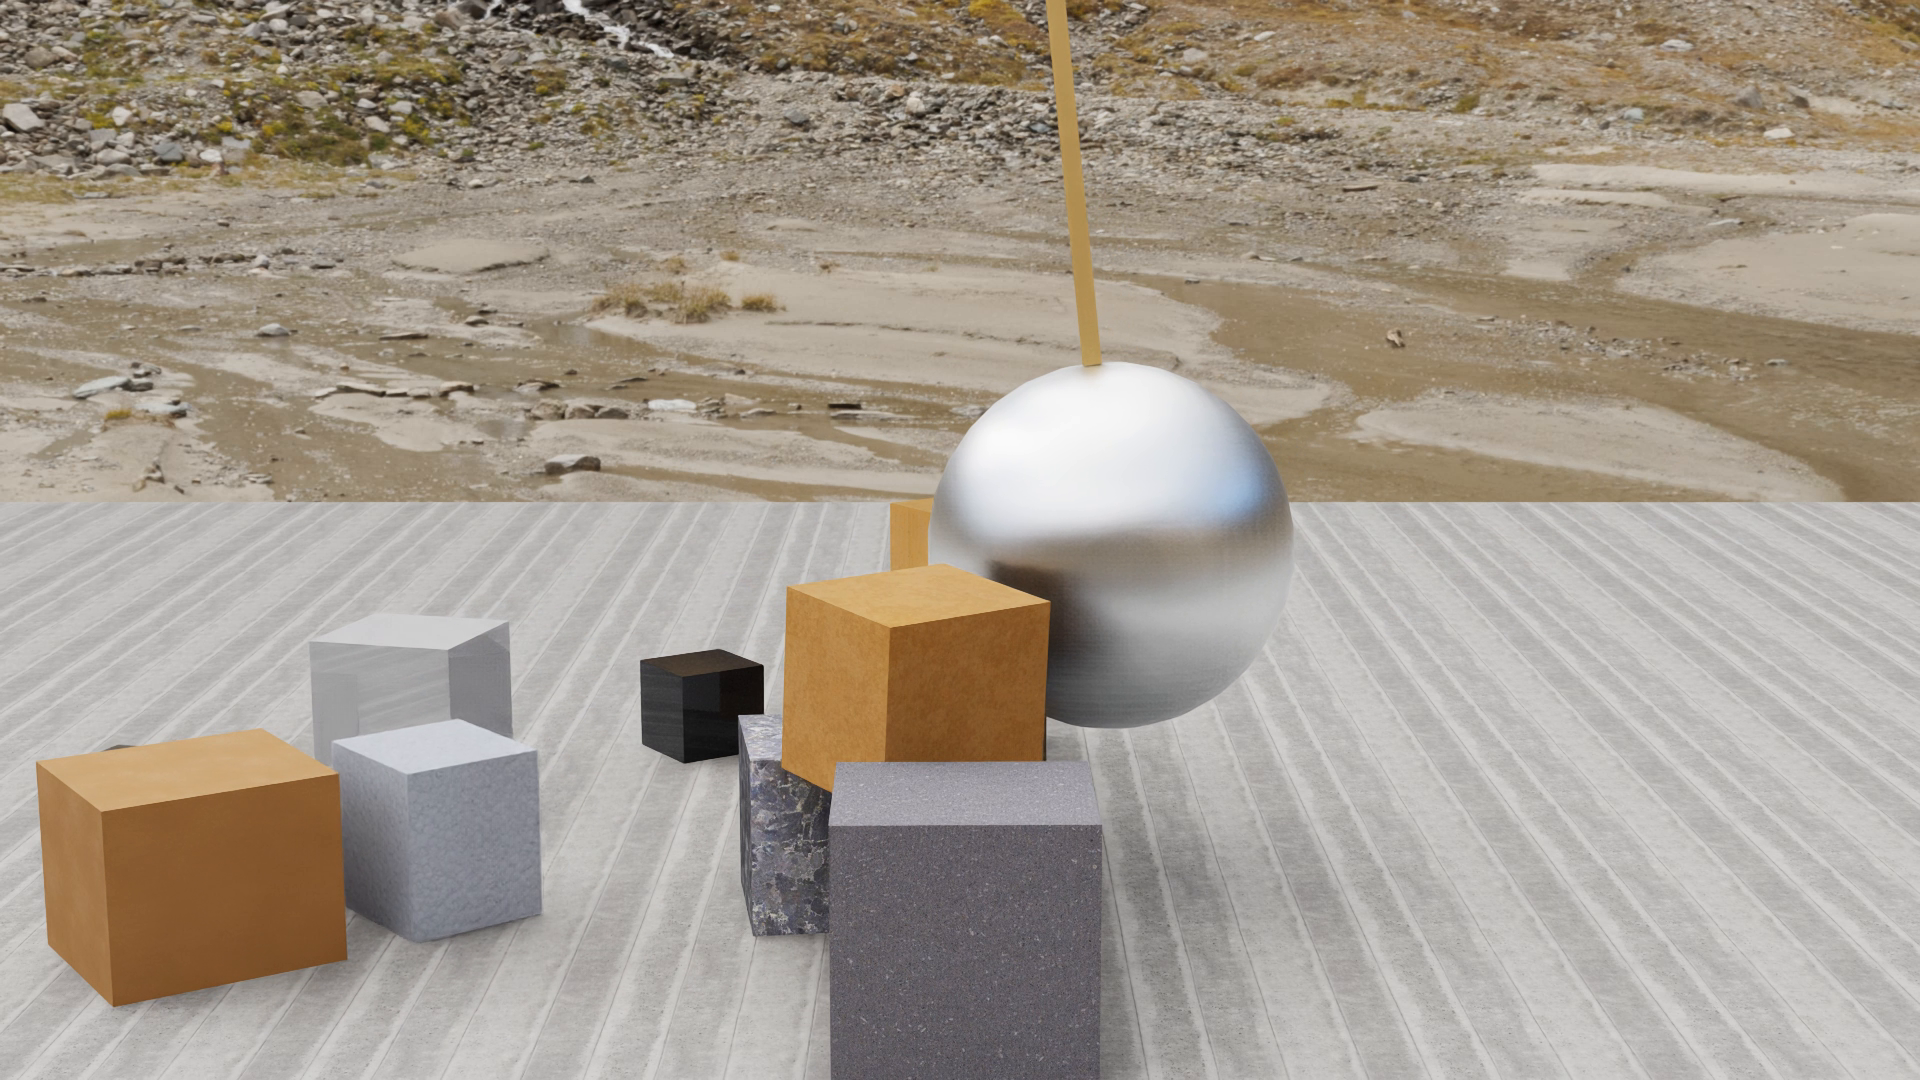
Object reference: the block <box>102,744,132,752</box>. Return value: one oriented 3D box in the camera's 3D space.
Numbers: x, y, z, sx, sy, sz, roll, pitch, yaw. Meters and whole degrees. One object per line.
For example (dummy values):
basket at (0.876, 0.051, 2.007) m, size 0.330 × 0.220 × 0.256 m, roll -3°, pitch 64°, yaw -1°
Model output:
block at (-3.817, 1.203, 11.831) m, size 0.412 × 0.401 × 0.411 m, roll 3°, pitch 11°, yaw 17°

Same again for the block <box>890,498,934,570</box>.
block at (0.046, 0.092, 12.626) m, size 0.581 × 0.542 × 0.528 m, roll -7°, pitch 13°, yaw -35°

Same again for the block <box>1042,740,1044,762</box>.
block at (0.003, 0.848, 12.443) m, size 0.782 × 0.880 × 0.871 m, roll 0°, pitch 10°, yaw 0°

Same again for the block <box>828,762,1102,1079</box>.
block at (0.013, 1.375, 9.376) m, size 0.949 × 0.940 × 0.834 m, roll 0°, pitch 10°, yaw -1°

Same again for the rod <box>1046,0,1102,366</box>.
rod at (0.284, -3.301, 10.580) m, size 0.080 × 5.200 × 0.080 m, roll -6°, pitch 10°, yaw 1°

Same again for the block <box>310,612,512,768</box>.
block at (-2.692, 0.844, 12.650) m, size 0.730 × 0.813 × 0.682 m, roll 3°, pitch 11°, yaw 15°

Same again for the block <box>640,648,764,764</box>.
block at (-1.357, 0.868, 13.508) m, size 0.480 × 0.459 × 0.472 m, roll -7°, pitch 12°, yaw -34°

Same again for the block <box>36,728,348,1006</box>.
block at (-3.093, 1.288, 10.321) m, size 0.934 × 0.772 × 0.875 m, roll -7°, pitch 12°, yaw -34°

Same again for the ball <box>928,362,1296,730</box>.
ball at (0.656, 0.024, 11.185) m, size 1.600 × 1.600 × 1.600 m, roll 0°, pitch 10°, yaw 0°

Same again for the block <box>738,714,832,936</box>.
block at (-0.569, 1.190, 10.930) m, size 0.690 × 0.748 × 0.761 m, roll -2°, pitch 10°, yaw -8°

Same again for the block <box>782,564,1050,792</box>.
block at (-0.181, 0.578, 10.187) m, size 0.782 × 0.753 × 0.690 m, roll -8°, pitch 17°, yaw -37°

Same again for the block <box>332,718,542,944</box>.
block at (-2.215, 1.217, 10.866) m, size 0.604 × 0.717 × 0.679 m, roll -8°, pitch 13°, yaw -39°

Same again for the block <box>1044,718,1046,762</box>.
block at (-0.020, 0.708, 13.320) m, size 0.909 × 0.840 × 0.890 m, roll 0°, pitch 10°, yaw 0°
